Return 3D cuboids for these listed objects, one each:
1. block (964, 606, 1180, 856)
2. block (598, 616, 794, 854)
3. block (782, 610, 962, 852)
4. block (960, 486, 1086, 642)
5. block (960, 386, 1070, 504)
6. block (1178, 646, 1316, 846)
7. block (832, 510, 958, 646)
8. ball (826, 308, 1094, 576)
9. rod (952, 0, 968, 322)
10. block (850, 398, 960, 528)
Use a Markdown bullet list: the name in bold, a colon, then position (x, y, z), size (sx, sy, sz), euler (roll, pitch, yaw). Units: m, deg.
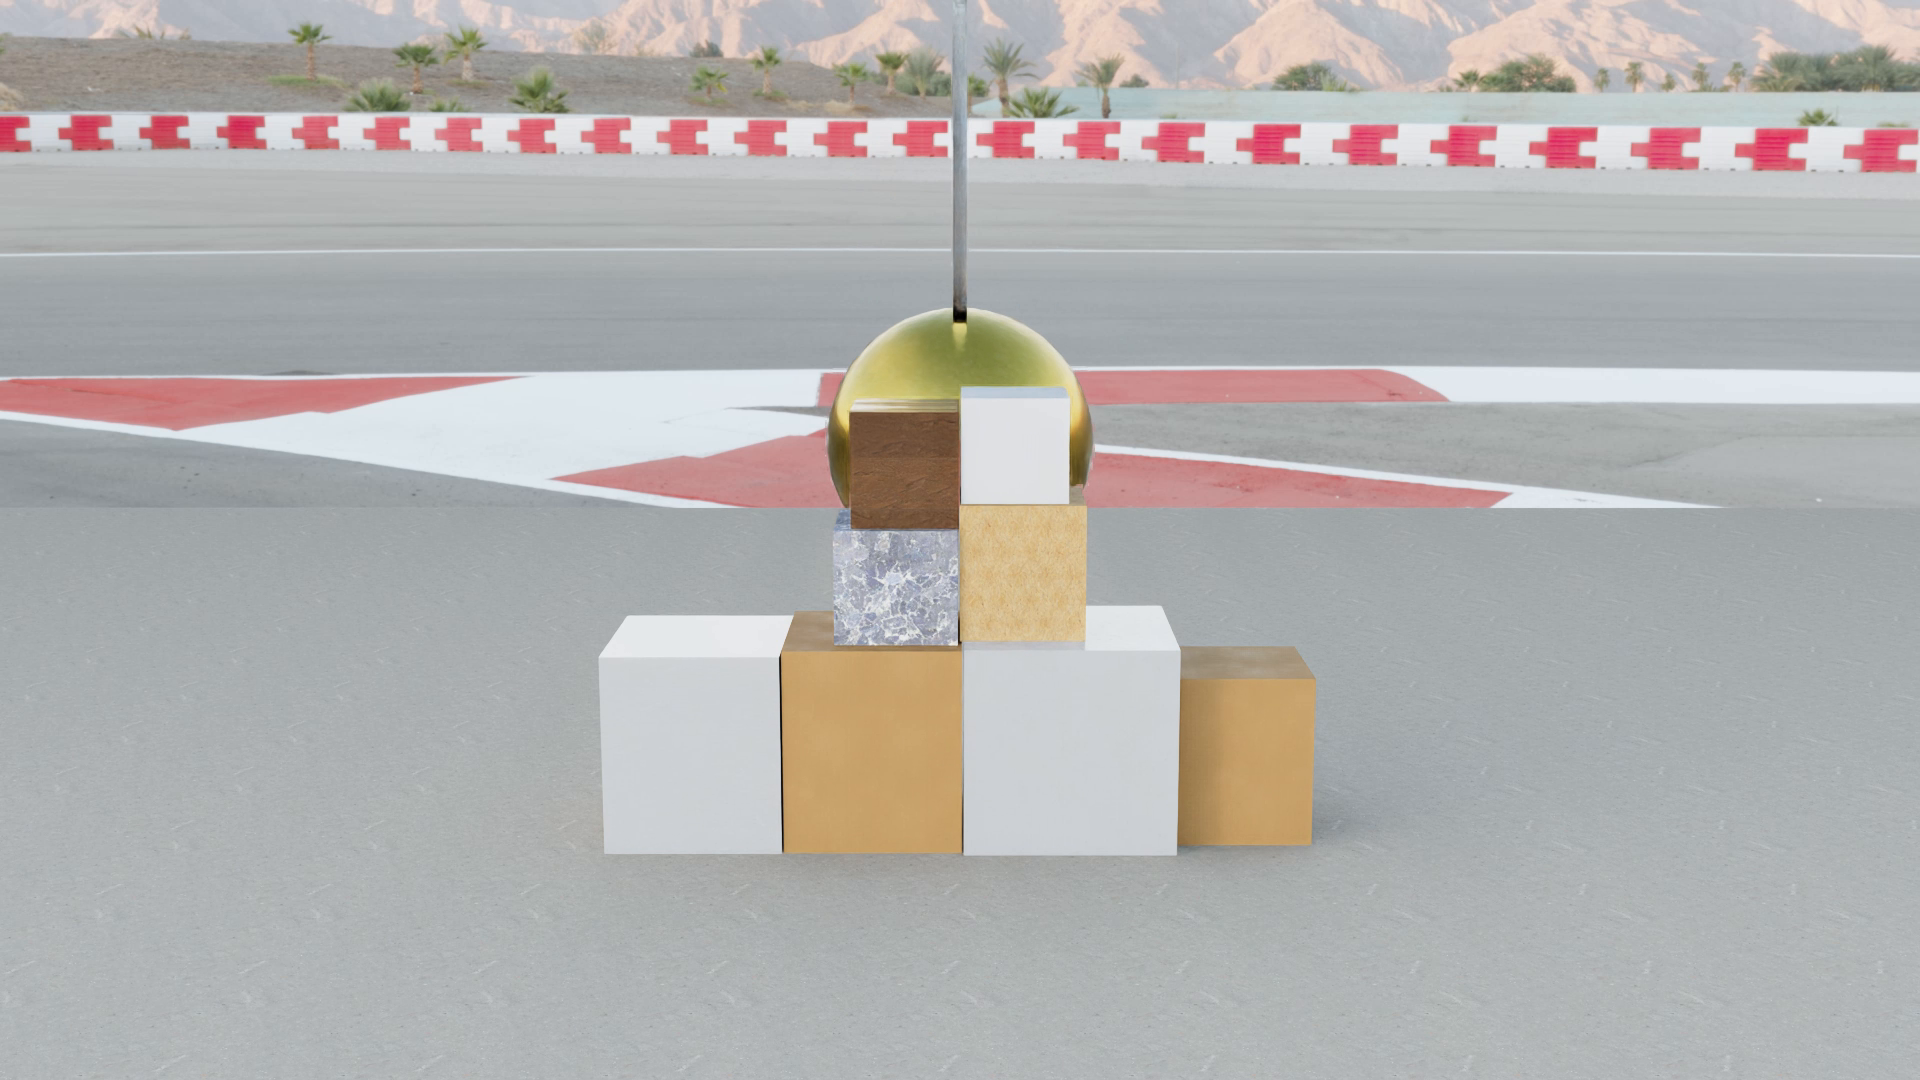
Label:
- **block**: position (0.549, 0.961, 11.360), size (1.060, 1.045, 1.048), euler (0, 10, 0)
- **block**: position (-1.330, 0.984, 11.344), size (0.884, 1.005, 0.960), euler (0, 10, 0)
- **block**: position (-0.434, 0.970, 11.348), size (0.887, 1.031, 0.947), euler (0, 10, 0)
- **block**: position (0.312, 0.114, 11.191), size (0.626, 0.683, 0.611), euler (0, 10, 0)
- **block**: position (0.273, -0.484, 11.100), size (0.536, 0.524, 0.520), euler (0, 10, 0)
- **block**: position (1.431, 1.052, 11.374), size (0.683, 0.861, 0.719), euler (0, 10, 0)
- **block**: position (-0.318, 0.181, 11.200), size (0.615, 0.574, 0.657), euler (0, 10, 0)
- **ball**: position (0.000, -0.589, 13.182), size (1.600, 1.600, 1.600), euler (0, 10, 0)
- **rod**: position (0.000, -3.517, 11.454), size (0.080, 5.200, 0.080), euler (0, 31, 0)
- **block**: position (-0.273, -0.392, 11.119), size (0.536, 0.582, 0.564), euler (0, 10, 0)
